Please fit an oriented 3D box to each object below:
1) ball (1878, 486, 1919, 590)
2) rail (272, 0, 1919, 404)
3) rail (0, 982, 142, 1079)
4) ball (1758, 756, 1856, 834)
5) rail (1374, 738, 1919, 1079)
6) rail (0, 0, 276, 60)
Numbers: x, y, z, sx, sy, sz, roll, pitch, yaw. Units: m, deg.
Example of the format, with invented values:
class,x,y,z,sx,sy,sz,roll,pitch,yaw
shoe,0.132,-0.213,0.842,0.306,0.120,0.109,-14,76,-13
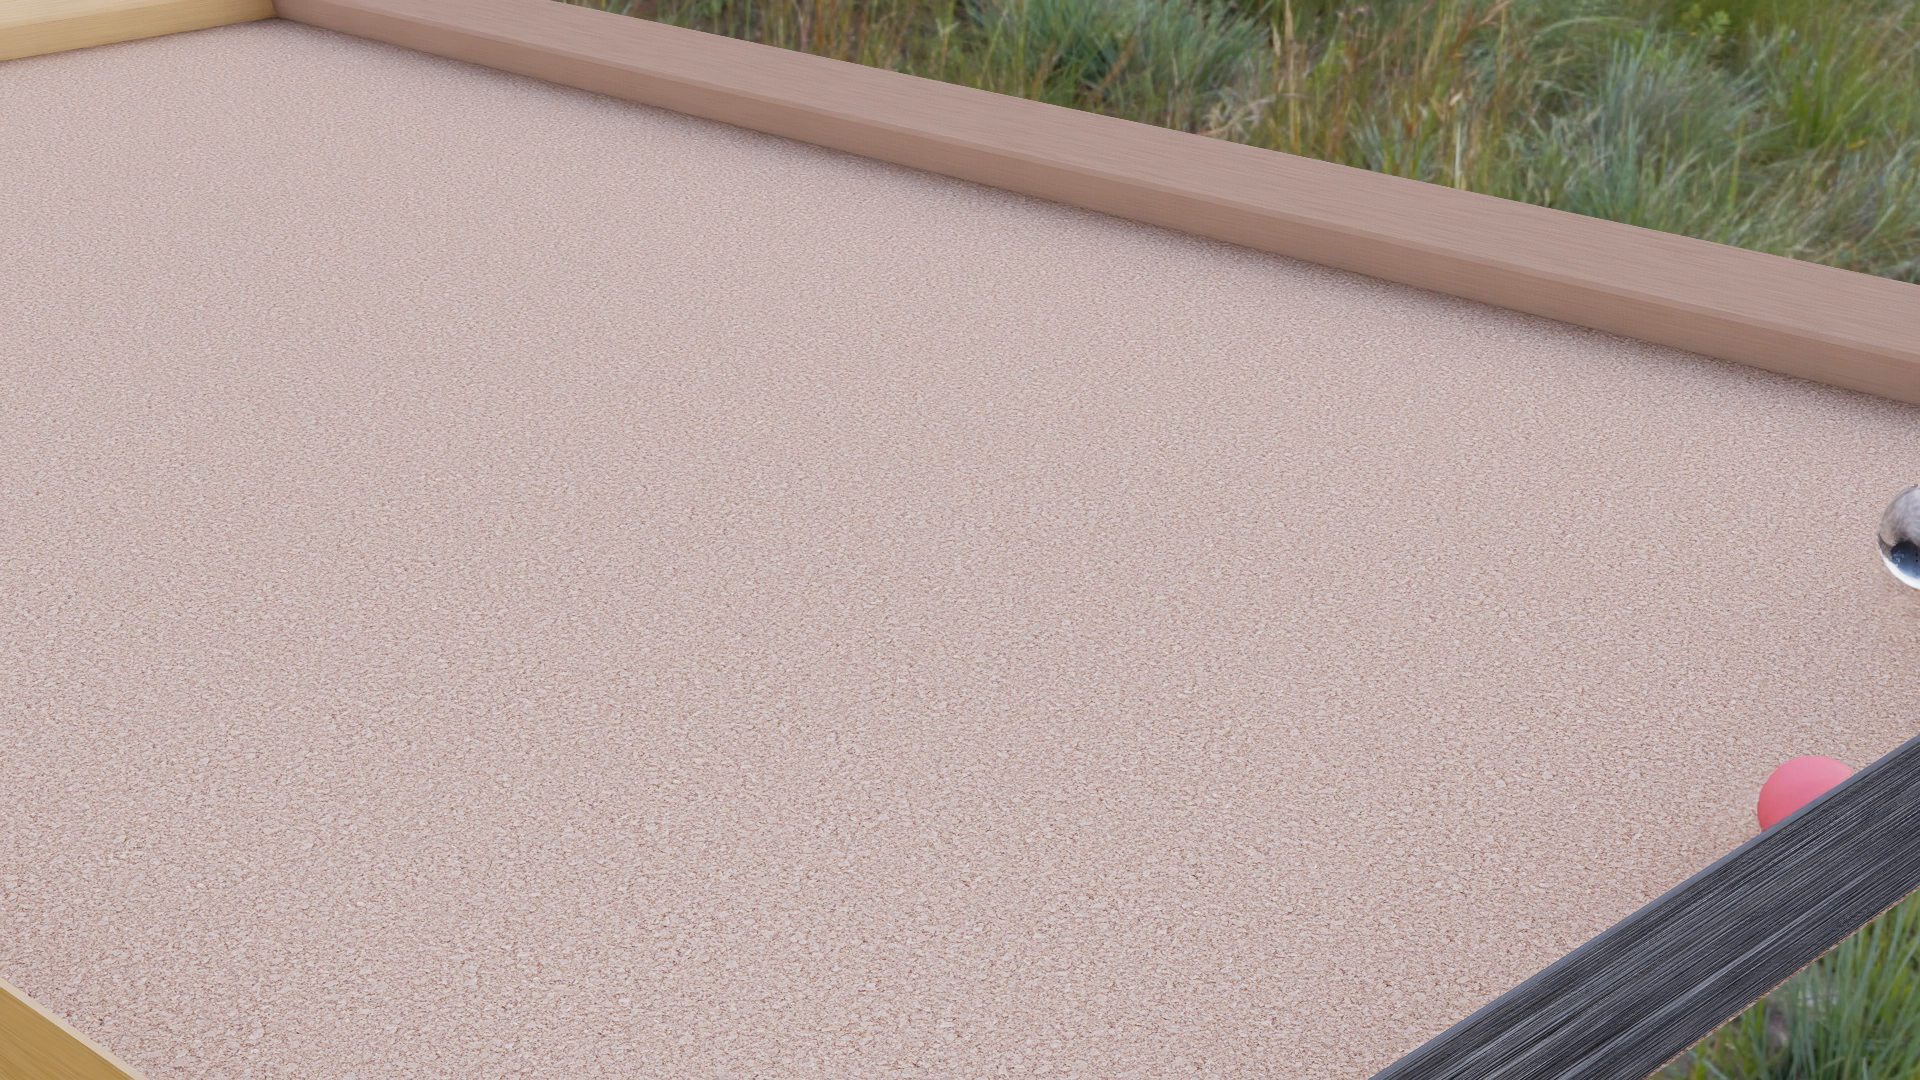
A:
class,x,y,z,sx,sy,sz,roll,pitch,yaw
ball,0.867,-0.002,2.615,0.097,0.097,0.097,0,21,0
rail,0.085,-0.517,3.912,3.607,0.127,0.045,19,28,41
rail,-1.377,0.020,2.511,3.607,0.127,0.045,19,28,41
ball,0.617,0.196,2.124,0.079,0.079,0.079,0,21,0
rail,0.629,0.196,2.052,0.045,0.127,2.142,19,28,41
rail,-1.920,-0.693,4.372,0.045,0.127,2.142,19,28,41
